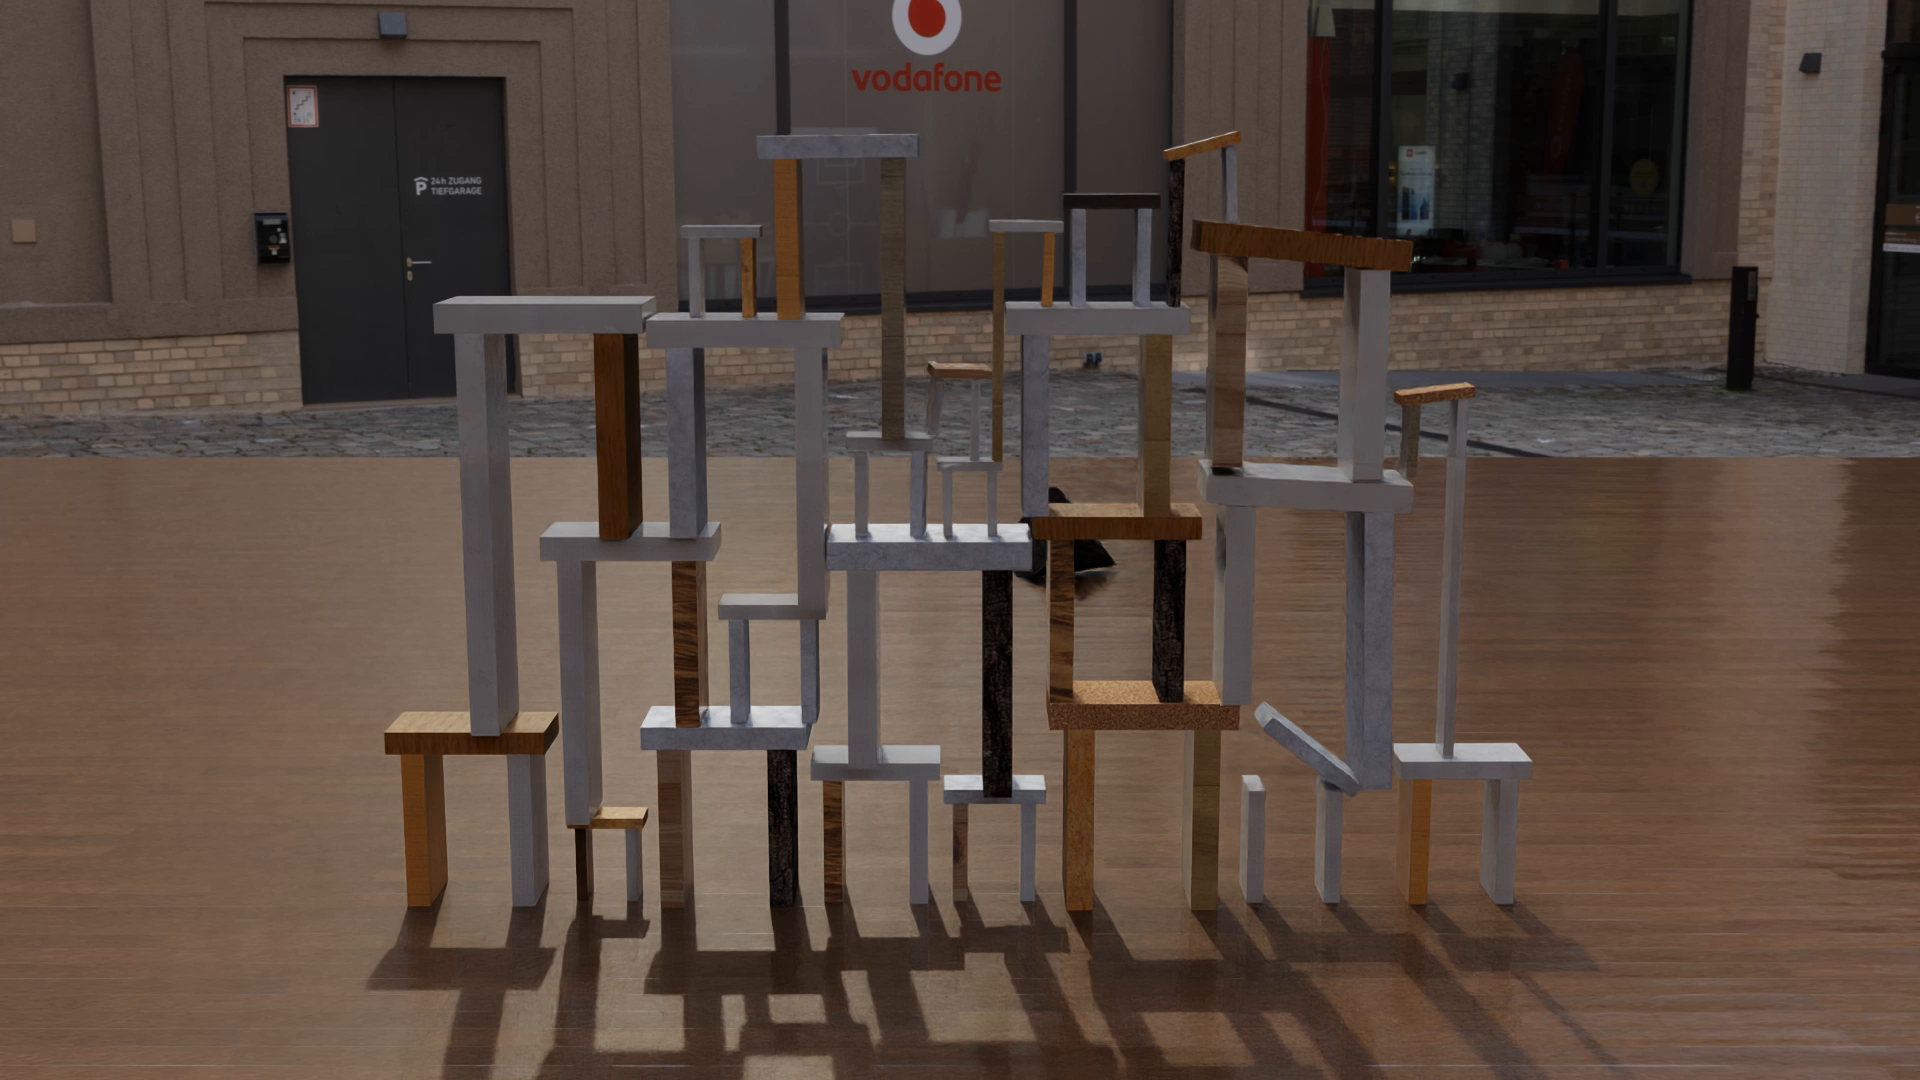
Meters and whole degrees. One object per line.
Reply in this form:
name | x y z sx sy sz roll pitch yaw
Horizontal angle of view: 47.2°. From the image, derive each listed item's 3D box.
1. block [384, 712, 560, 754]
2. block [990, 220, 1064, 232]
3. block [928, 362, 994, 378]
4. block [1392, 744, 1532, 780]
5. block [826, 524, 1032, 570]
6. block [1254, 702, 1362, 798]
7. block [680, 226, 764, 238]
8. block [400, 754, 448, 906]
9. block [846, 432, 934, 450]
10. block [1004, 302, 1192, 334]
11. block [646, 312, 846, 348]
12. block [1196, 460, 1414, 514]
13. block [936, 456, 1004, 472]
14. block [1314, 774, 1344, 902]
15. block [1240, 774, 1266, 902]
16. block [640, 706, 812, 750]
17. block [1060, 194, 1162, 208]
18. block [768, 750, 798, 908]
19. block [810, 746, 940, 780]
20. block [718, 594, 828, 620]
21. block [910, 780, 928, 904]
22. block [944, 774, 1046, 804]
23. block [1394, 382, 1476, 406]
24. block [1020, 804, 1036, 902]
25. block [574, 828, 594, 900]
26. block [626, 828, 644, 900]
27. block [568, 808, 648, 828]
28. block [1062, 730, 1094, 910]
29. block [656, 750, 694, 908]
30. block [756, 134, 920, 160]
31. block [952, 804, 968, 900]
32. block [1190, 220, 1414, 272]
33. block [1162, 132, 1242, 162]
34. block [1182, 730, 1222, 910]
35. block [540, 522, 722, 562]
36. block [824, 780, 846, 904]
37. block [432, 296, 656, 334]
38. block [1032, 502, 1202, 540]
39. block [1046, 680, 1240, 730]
block | -0.802 0.317 3.621 0.258 0.037 0.129 0 11 0
block | 0.104 -0.494 3.461 0.115 0.016 0.058 1 10 0
block | 0.000 -0.269 3.494 0.095 0.014 0.048 1 17 -15
block | 0.824 0.365 3.630 0.213 0.030 0.107 0 11 0
block | -0.049 0.011 3.563 0.325 0.046 0.162 0 11 0
block | 0.572 0.344 3.619 0.191 0.027 0.095 37 8 -8
block | -0.376 -0.487 3.474 0.124 0.018 0.062 0 11 0
block | -0.888 0.462 3.648 0.037 0.258 0.129 0 11 0
block | -0.112 -0.159 3.528 0.140 0.020 0.070 1 11 0
block | 0.216 -0.353 3.494 0.288 0.041 0.144 0 10 0
block | -0.337 -0.334 3.495 0.301 0.043 0.151 0 11 0
block | 0.550 -0.086 3.531 0.323 0.046 0.162 3 11 1
block | 0.016 -0.122 3.530 0.106 0.015 0.053 0 11 0
block | 0.612 0.496 3.655 0.027 0.191 0.095 0 11 0
block | 0.486 0.496 3.655 0.027 0.191 0.095 0 11 0
block | -0.382 0.309 3.616 0.267 0.038 0.134 0 11 0
block | 0.236 -0.533 3.458 0.152 0.022 0.076 0 10 -1
block | -0.293 0.459 3.643 0.038 0.267 0.134 0 11 0
block | -0.138 0.368 3.630 0.211 0.030 0.105 0 11 0
block | -0.302 0.108 3.578 0.173 0.024 0.086 0 11 0
block | -0.068 0.486 3.652 0.030 0.211 0.105 0 11 0
block | 0.057 0.413 3.641 0.167 0.024 0.084 0 11 0
block | 0.757 -0.233 3.509 0.118 0.017 0.059 -7 11 1
block | 0.112 0.507 3.659 0.024 0.167 0.084 0 11 0
block | -0.624 0.530 3.654 0.018 0.124 0.062 0 11 0
block | -0.541 0.530 3.654 0.018 0.124 0.062 0 11 0
block | -0.583 0.460 3.641 0.124 0.018 0.062 0 11 0
block | 0.195 0.441 3.638 0.043 0.304 0.152 0 11 0
block | -0.471 0.459 3.643 0.038 0.267 0.134 0 11 0
block | -0.188 -0.617 3.445 0.247 0.035 0.123 0 11 1
block | 0.000 0.506 3.660 0.024 0.167 0.084 0 11 0
block | 0.536 -0.465 3.472 0.327 0.046 0.163 6 9 0
block | 0.378 -0.616 3.442 0.117 0.017 0.059 -15 10 0
block | 0.398 0.441 3.638 0.043 0.304 0.152 0 11 0
block | -0.531 0.002 3.560 0.274 0.039 0.137 0 11 0
block | -0.208 0.486 3.652 0.030 0.211 0.105 0 11 0
block | -0.655 -0.358 3.491 0.324 0.046 0.162 0 11 0
block | 0.250 -0.030 3.550 0.266 0.038 0.133 0 10 0
block | 0.296 0.271 3.605 0.304 0.043 0.152 0 11 0
